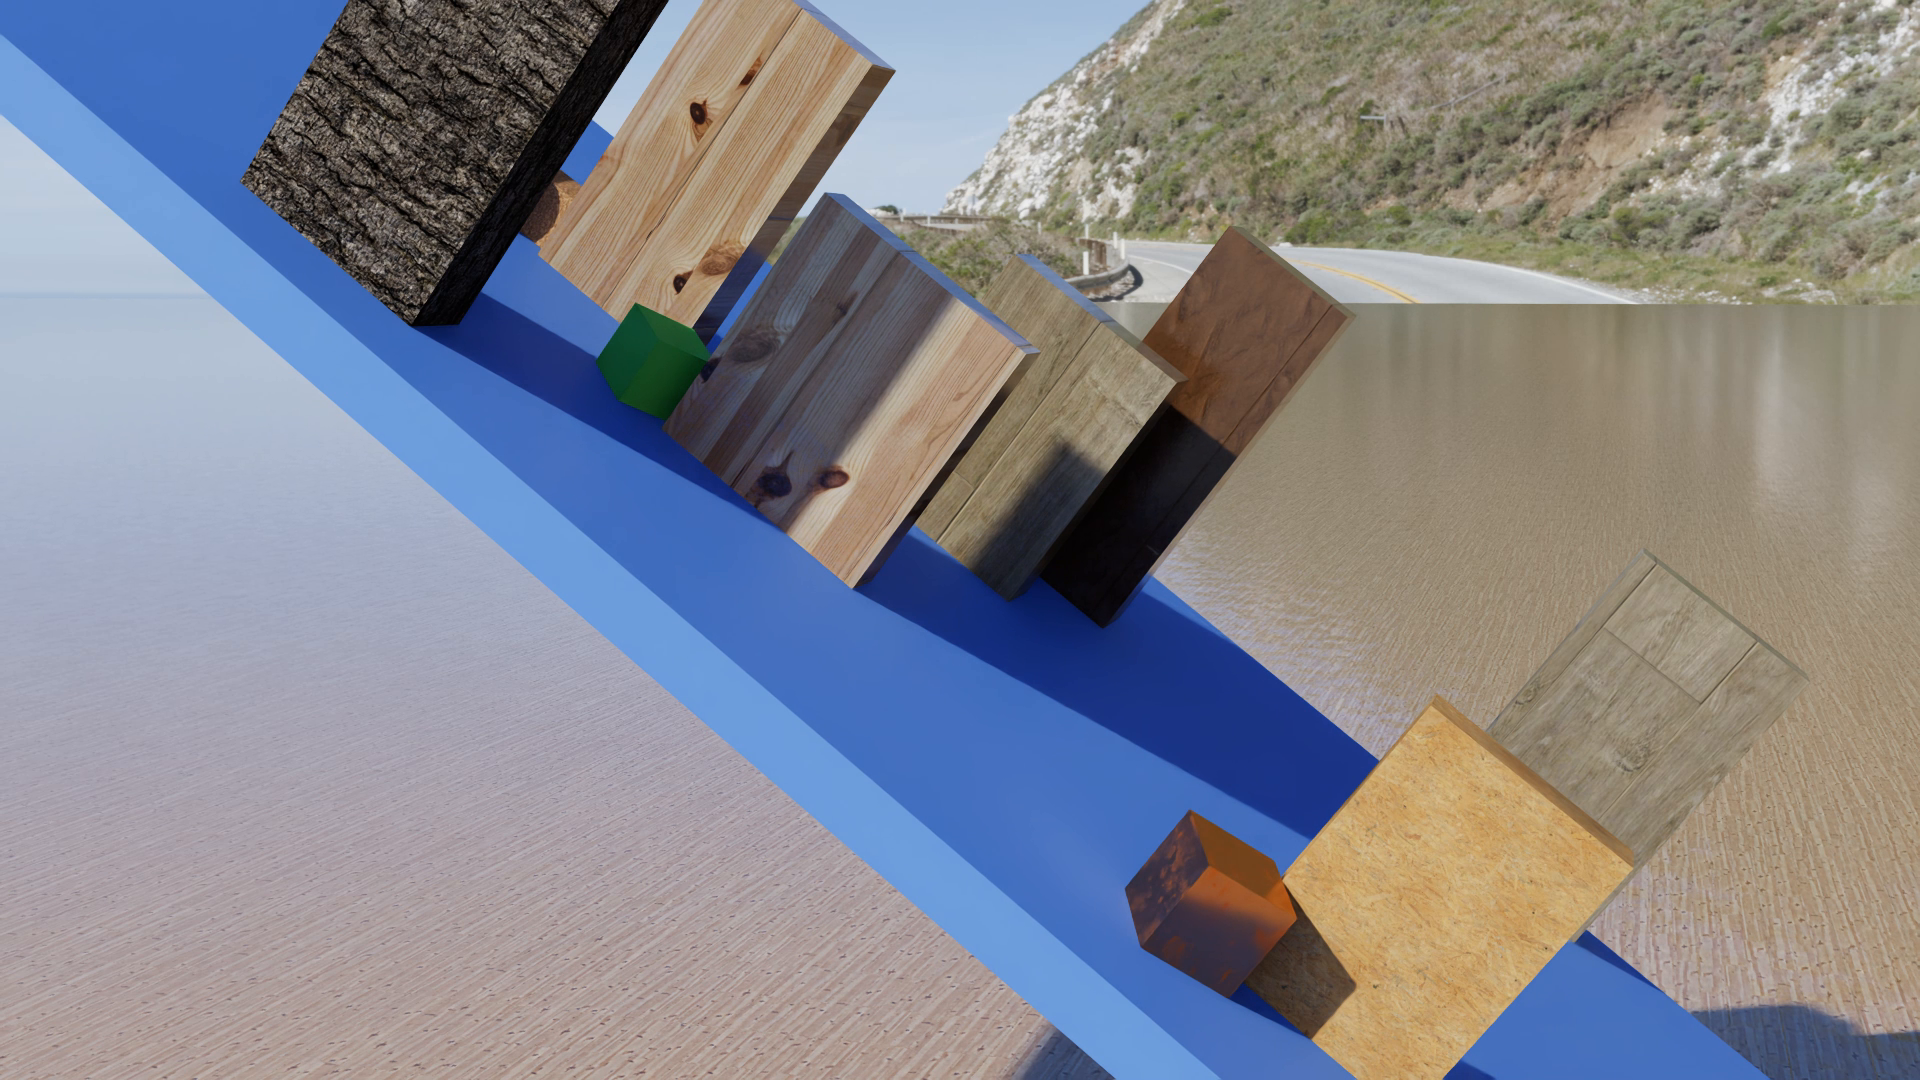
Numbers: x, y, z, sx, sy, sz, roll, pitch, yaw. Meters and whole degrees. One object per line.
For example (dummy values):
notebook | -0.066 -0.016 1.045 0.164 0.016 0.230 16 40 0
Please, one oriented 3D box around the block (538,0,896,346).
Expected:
block | -0.451 -0.691 4.041 0.328 0.664 0.130 40 16 9

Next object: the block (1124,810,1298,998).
block | 0.366 0.534 3.234 0.162 0.162 0.162 32 16 -16

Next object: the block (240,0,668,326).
block | -0.753 -0.739 3.390 0.371 0.741 0.147 40 16 9

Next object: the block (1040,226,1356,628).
block | 0.421 -0.221 4.356 0.286 0.778 0.144 40 16 9

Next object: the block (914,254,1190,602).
block | 0.114 -0.212 4.147 0.384 0.523 0.123 40 16 9

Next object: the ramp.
ramp | -0.046 0.103 4.061 4.000 0.100 2.000 40 16 9

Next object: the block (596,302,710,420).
block | -0.521 -0.302 3.774 0.129 0.129 0.129 23 21 -40

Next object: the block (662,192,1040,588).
block | -0.186 -0.248 3.665 0.430 0.493 0.095 40 16 9

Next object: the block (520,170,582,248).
block | -0.770 -0.625 4.185 0.114 0.114 0.114 39 16 6

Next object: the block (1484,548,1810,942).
block | 1.357 0.430 4.601 0.414 0.727 0.108 40 16 9

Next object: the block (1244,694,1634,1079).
block | 0.681 0.541 3.249 0.359 0.508 0.097 40 16 9
